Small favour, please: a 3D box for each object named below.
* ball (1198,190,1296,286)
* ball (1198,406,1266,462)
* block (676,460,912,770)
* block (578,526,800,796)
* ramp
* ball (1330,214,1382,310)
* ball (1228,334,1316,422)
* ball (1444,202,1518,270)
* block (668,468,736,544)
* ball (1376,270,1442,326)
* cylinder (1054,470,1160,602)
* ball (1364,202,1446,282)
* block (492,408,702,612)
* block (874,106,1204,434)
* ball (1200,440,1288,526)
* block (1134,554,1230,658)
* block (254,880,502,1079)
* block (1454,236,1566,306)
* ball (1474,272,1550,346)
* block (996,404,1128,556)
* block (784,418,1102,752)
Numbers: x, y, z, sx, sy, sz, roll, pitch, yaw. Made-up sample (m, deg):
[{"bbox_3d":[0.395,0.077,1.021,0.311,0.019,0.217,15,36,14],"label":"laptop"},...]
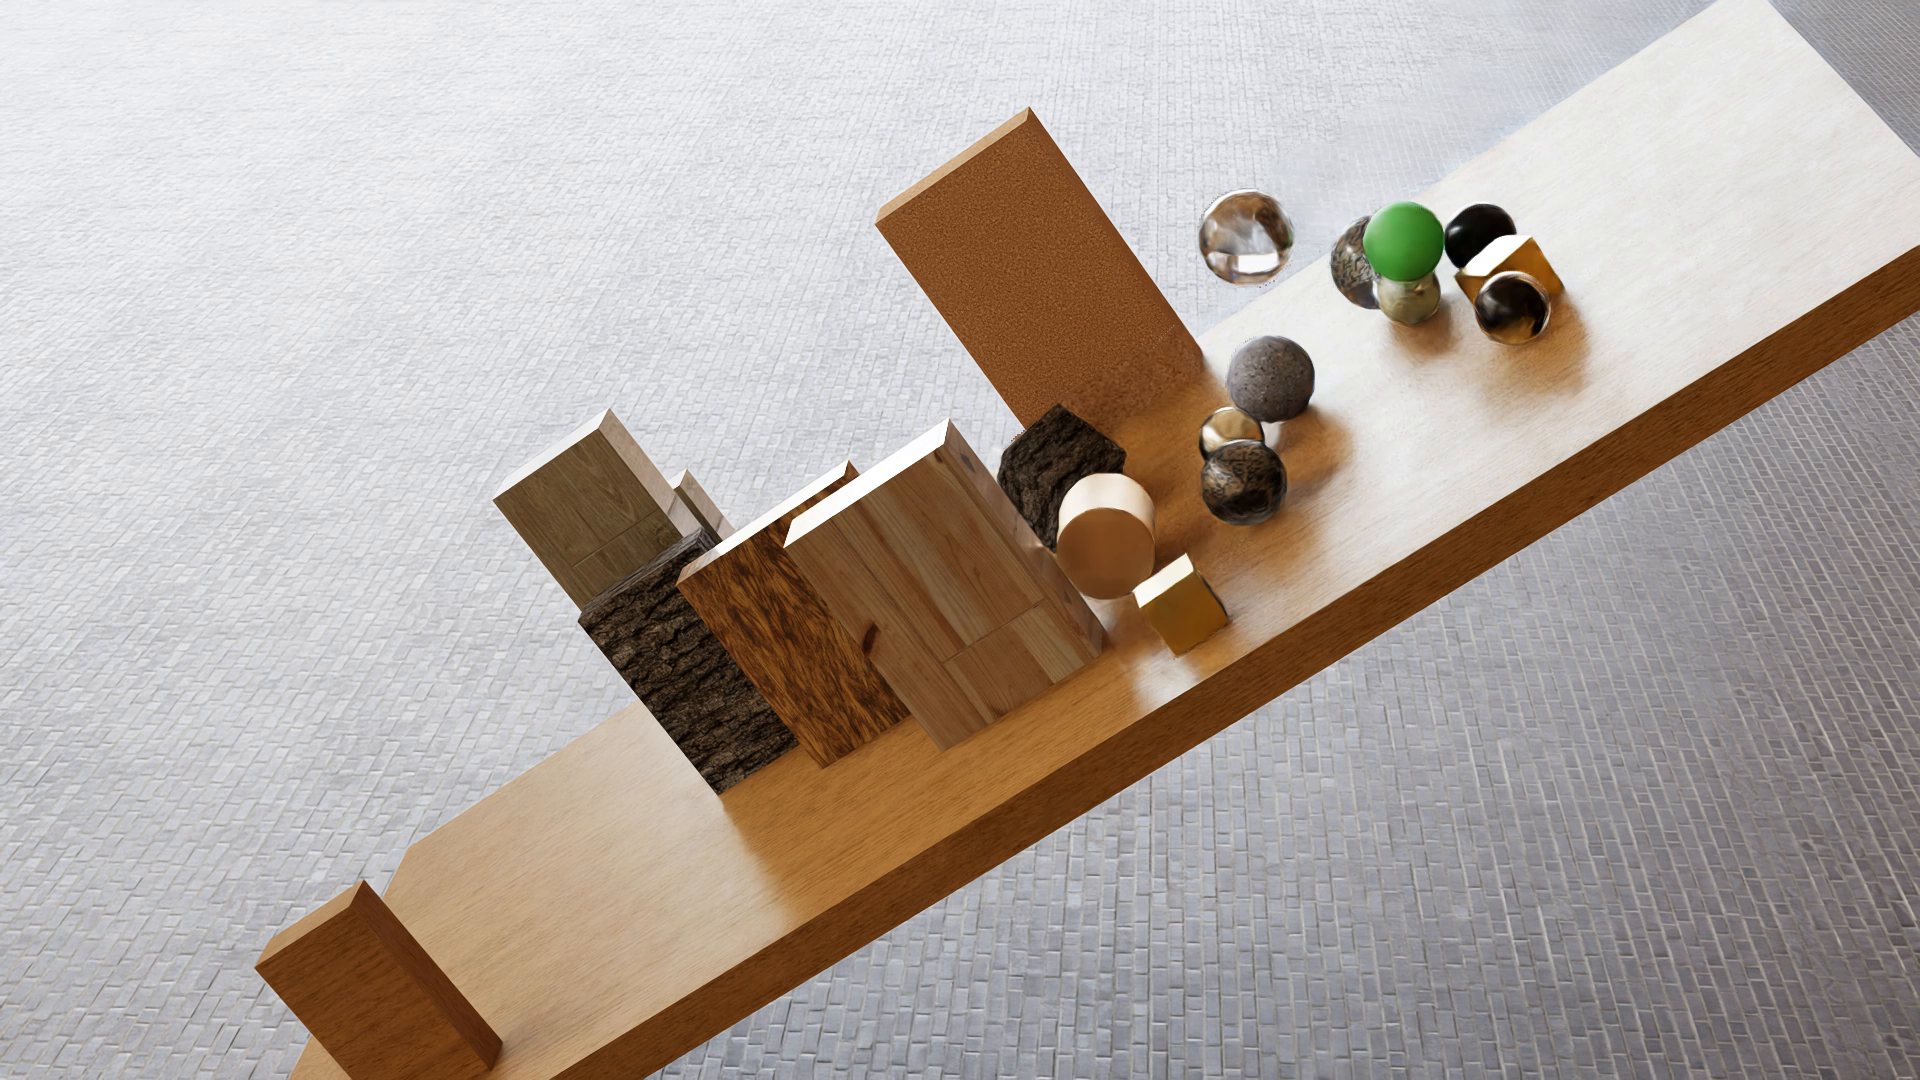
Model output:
[{"bbox_3d":[0.579,-0.611,5.944,0.195,0.195,0.195,0,22,0],"label":"ball"},{"bbox_3d":[0.557,-0.205,6.037,0.138,0.138,0.138,0,22,0],"label":"ball"},{"bbox_3d":[-0.259,0.159,6.074,0.429,0.504,0.094,-33,16,15],"label":"block"},{"bbox_3d":[-0.543,0.265,6.392,0.322,0.502,0.107,-33,16,15],"label":"block"},{"bbox_3d":[0.135,0.175,6.308,4.000,0.100,2.000,-33,16,15],"label":"ramp"},{"bbox_3d":[0.897,-0.596,6.302,0.207,0.207,0.207,0,22,0],"label":"ball"},{"bbox_3d":[0.649,-0.336,6.131,0.184,0.184,0.184,0,22,0],"label":"ball"},{"bbox_3d":[1.078,-0.624,6.092,0.152,0.152,0.152,0,22,0],"label":"ball"},{"bbox_3d":[-0.600,0.141,6.820,0.304,0.535,0.109,-33,16,15],"label":"block"},{"bbox_3d":[0.934,-0.514,6.119,0.133,0.133,0.133,0,22,0],"label":"ball"},{"bbox_3d":[0.295,-0.009,5.925,0.198,0.198,0.198,-1,29,-2],"label":"cylinder"},{"bbox_3d":[0.904,-0.607,5.986,0.164,0.164,0.164,0,22,0],"label":"ball"},{"bbox_3d":[-0.673,0.113,6.582,0.299,0.788,0.137,-33,16,15],"label":"block"},{"bbox_3d":[0.189,-0.588,6.870,0.428,0.716,0.145,-33,16,15],"label":"block"},{"bbox_3d":[0.551,-0.111,5.716,0.169,0.169,0.169,0,22,0],"label":"ball"},{"bbox_3d":[0.409,0.121,5.438,0.120,0.120,0.120,-35,14,7],"label":"block"},{"bbox_3d":[-1.164,0.934,5.906,0.250,0.448,0.113,-33,16,15],"label":"block"},{"bbox_3d":[1.081,-0.508,5.791,0.128,0.128,0.128,-40,16,-12],"label":"block"},{"bbox_3d":[1.056,-0.442,5.622,0.144,0.144,0.144,0,22,0],"label":"ball"},{"bbox_3d":[0.211,-0.130,6.308,0.190,0.190,0.190,37,56,18],"label":"block"},{"bbox_3d":[-0.028,0.091,5.727,0.378,0.523,0.147,-33,16,15],"label":"block"}]
